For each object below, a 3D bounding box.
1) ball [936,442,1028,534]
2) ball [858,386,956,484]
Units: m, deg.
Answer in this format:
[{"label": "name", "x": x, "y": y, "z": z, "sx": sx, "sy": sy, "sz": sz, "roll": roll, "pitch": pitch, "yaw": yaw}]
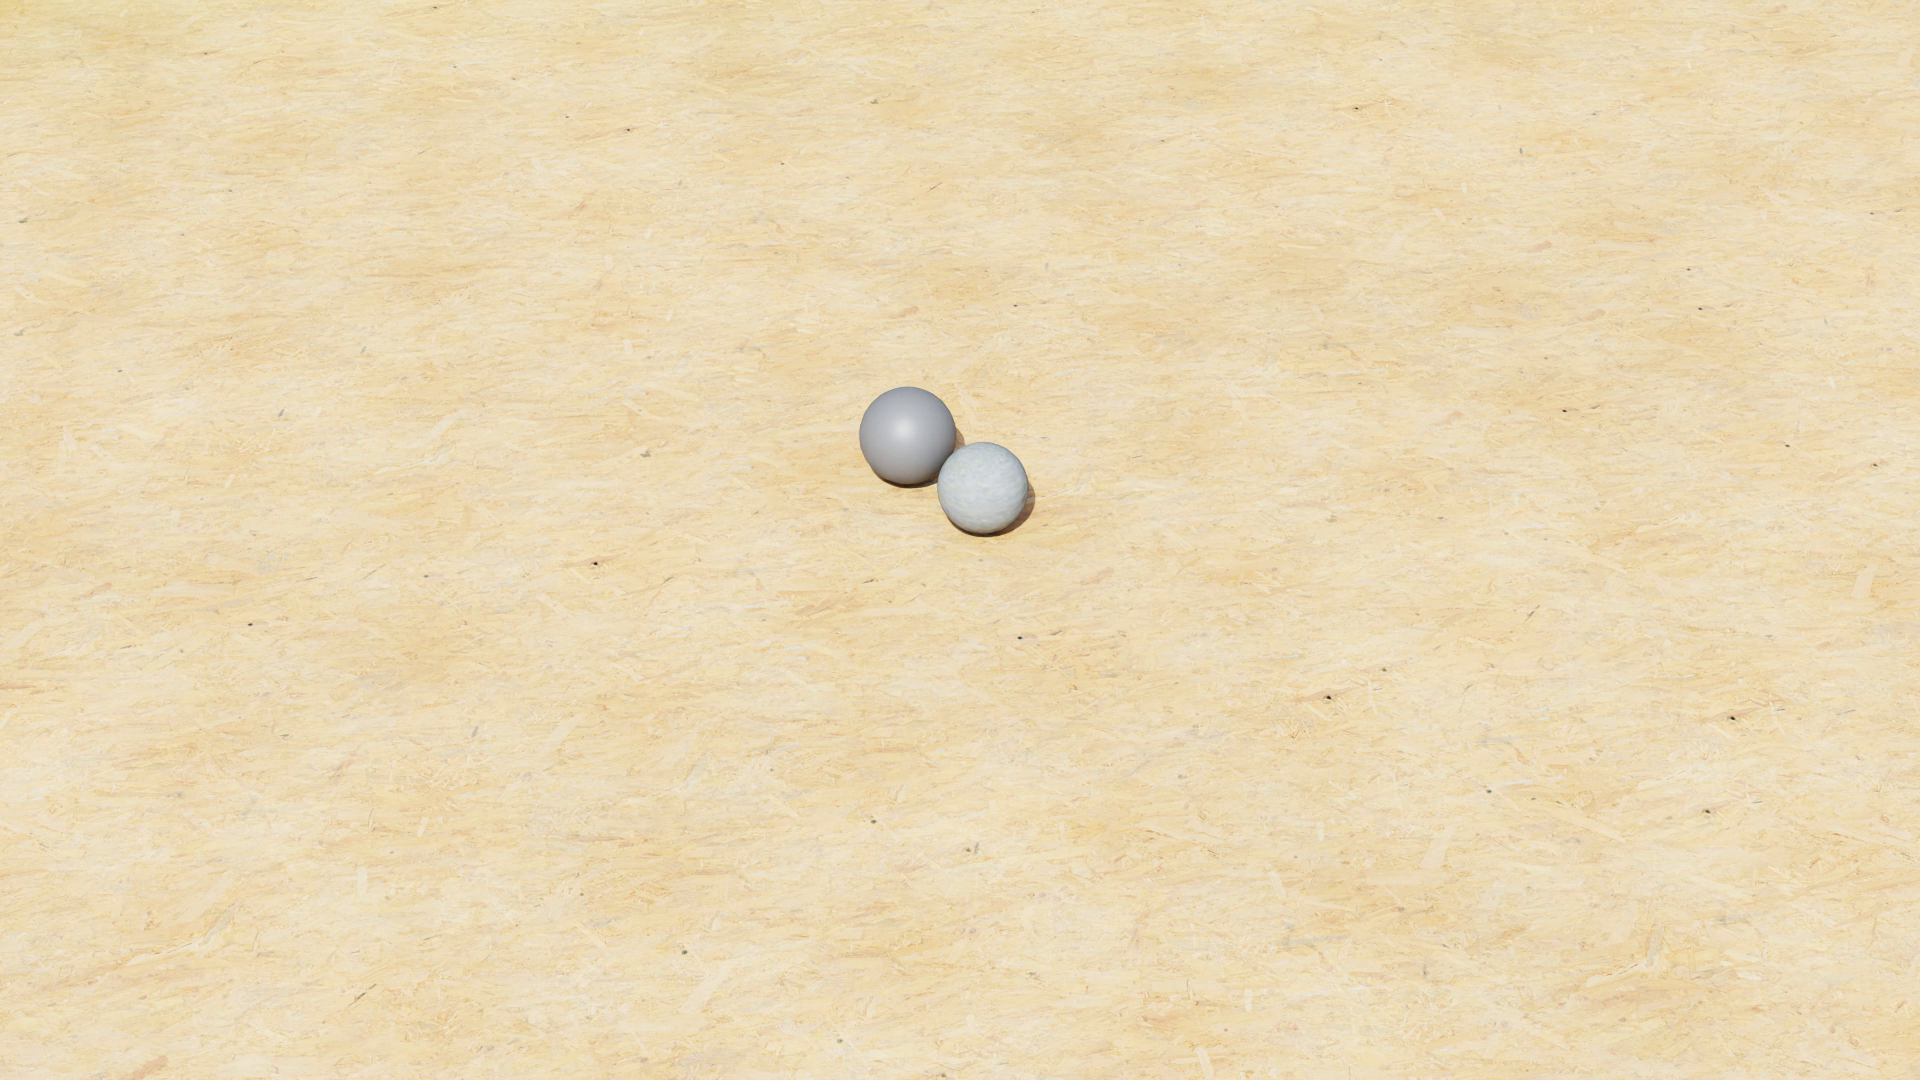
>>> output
[{"label": "ball", "x": 0.014, "y": -0.032, "z": 1.558, "sx": 0.056, "sy": 0.056, "sz": 0.056, "roll": 0, "pitch": 37, "yaw": 0}, {"label": "ball", "x": -0.033, "y": -0.065, "z": 1.598, "sx": 0.061, "sy": 0.061, "sz": 0.061, "roll": 0, "pitch": 37, "yaw": 0}]
